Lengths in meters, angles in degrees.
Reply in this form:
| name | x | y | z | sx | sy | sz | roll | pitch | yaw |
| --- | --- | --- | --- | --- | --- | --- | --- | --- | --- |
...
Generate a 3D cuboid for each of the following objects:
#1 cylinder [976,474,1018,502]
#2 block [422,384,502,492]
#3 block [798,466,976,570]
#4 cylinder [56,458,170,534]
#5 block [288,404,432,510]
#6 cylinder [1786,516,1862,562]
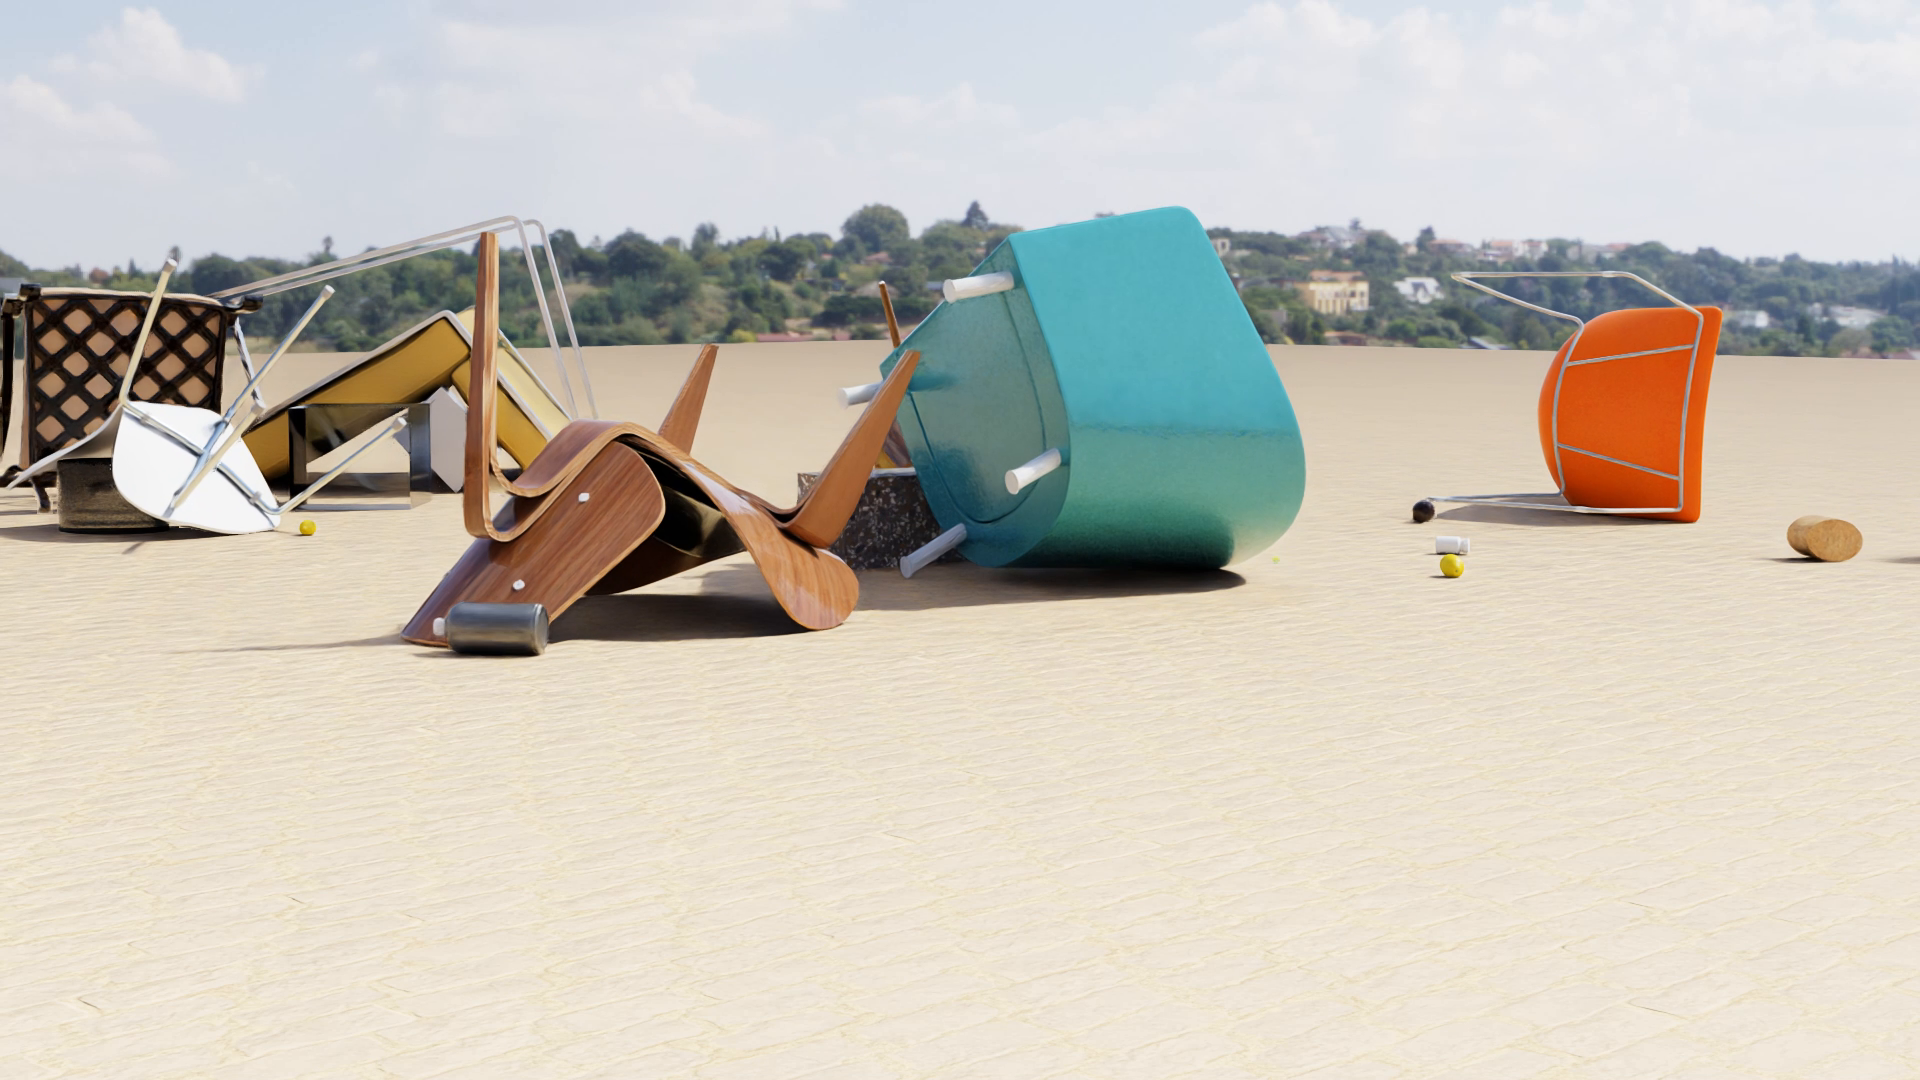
| name | x | y | z | sx | sy | sz | roll | pitch | yaw |
| --- | --- | --- | --- | --- | --- | --- | --- | --- | --- |
| cylinder | 0.074 | -0.151 | 7.474 | 0.163 | 0.081 | 0.142 | -1 | -4 | -11 |
| block | -1.573 | -0.316 | 7.901 | 0.188 | 0.265 | 0.262 | -43 | 11 | -3 |
| block | -0.170 | -0.053 | 5.925 | 0.352 | 0.205 | 0.209 | -4 | 7 | -34 |
| cylinder | -2.198 | -0.116 | 6.663 | 0.305 | 0.180 | 0.244 | 3 | 7 | 27 |
| block | -1.720 | -0.243 | 7.371 | 0.339 | 0.286 | 0.281 | 0 | 6 | 1 |
| cylinder | 2.010 | -0.004 | 5.966 | 0.137 | 0.099 | 0.102 | 6 | 5 | -9 |
